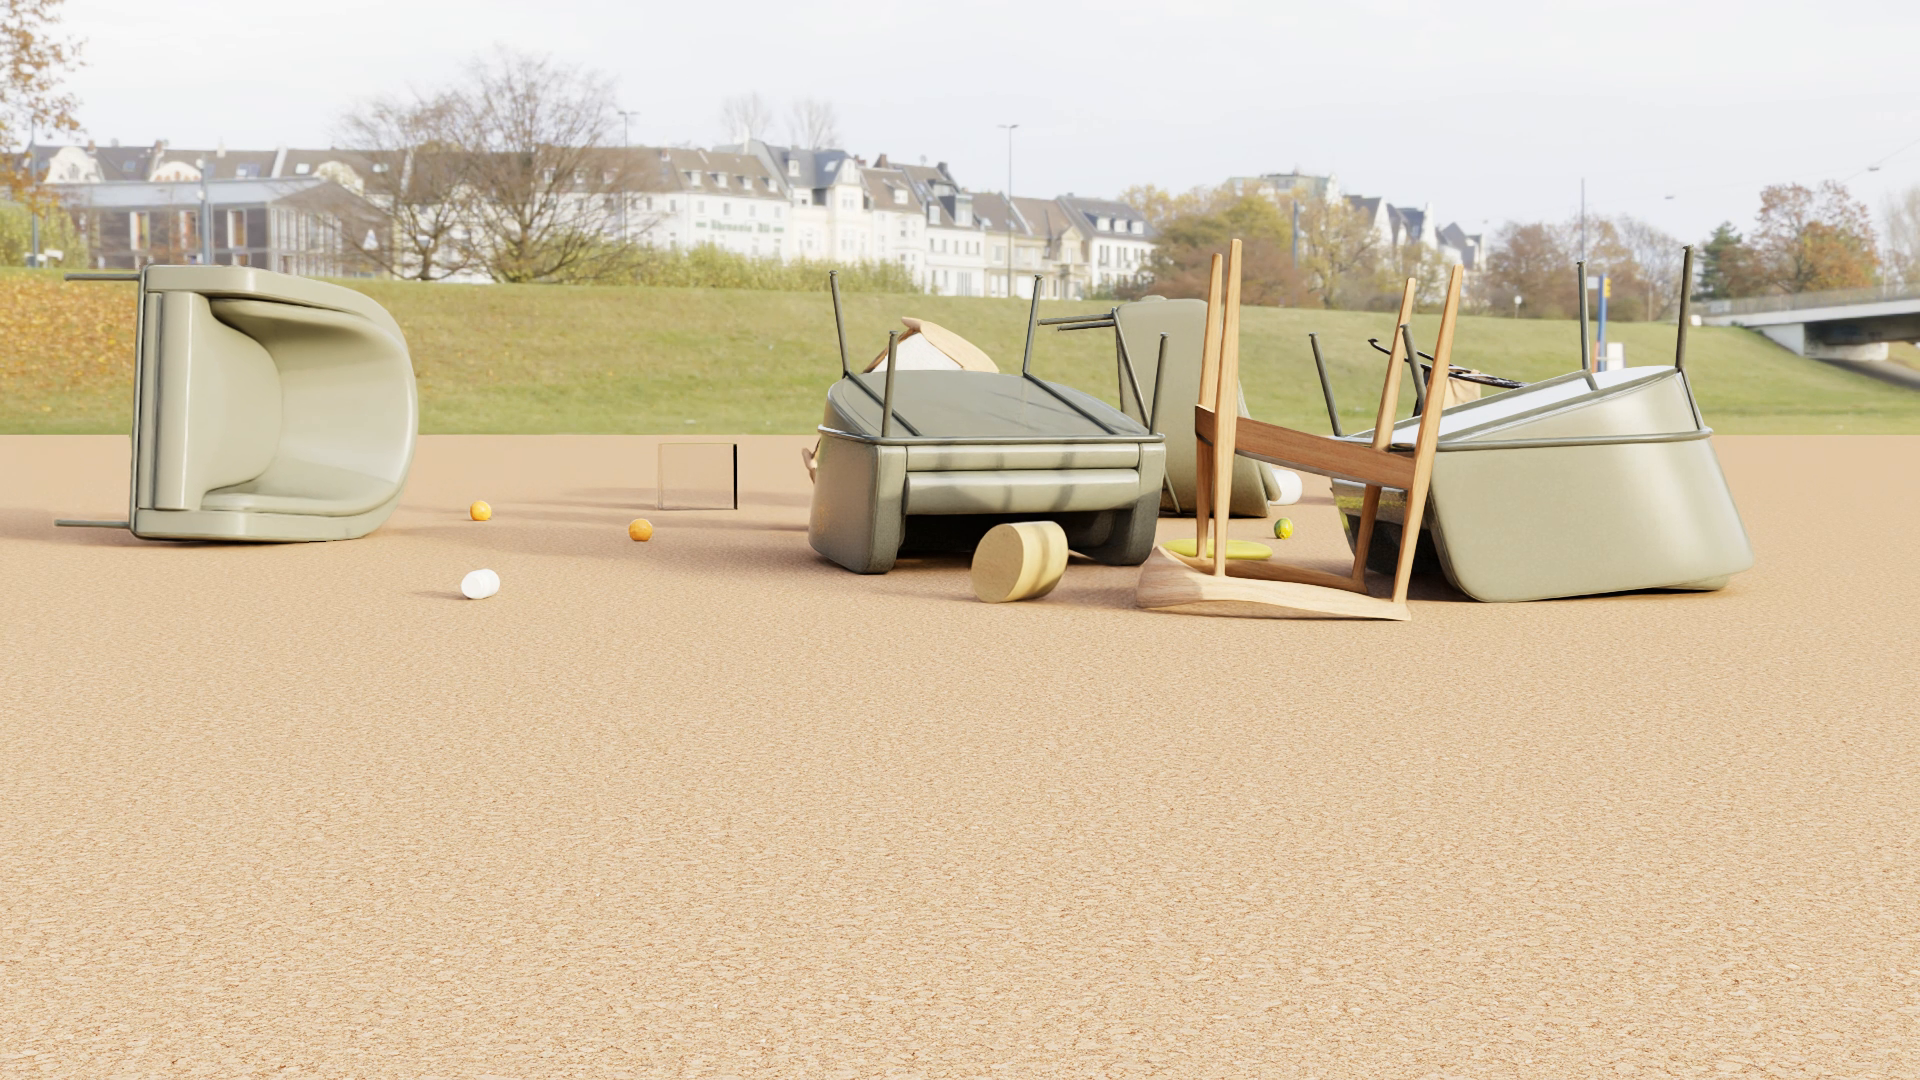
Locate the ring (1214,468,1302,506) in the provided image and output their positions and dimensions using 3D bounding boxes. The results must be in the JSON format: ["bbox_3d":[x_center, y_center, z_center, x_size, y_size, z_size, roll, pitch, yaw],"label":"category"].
[{"bbox_3d":[1.161,-0.206,8.579,0.348,0.135,0.345,1,5,-5],"label":"ring"}]

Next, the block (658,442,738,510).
[{"bbox_3d":[-0.980,-0.237,8.203,0.278,0.245,0.150,-1,4,-14],"label":"block"}]

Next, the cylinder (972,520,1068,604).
[{"bbox_3d":[0.126,0.046,4.645,0.128,0.180,0.148,39,26,32],"label":"cylinder"}]

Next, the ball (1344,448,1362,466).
[{"bbox_3d":[2.279,-0.479,12.746,0.106,0.106,0.106,0,4,0],"label":"ball"}]

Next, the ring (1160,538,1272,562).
[{"bbox_3d":[0.678,0.027,5.836,0.277,0.044,0.358,-1,4,-23],"label":"ring"}]
